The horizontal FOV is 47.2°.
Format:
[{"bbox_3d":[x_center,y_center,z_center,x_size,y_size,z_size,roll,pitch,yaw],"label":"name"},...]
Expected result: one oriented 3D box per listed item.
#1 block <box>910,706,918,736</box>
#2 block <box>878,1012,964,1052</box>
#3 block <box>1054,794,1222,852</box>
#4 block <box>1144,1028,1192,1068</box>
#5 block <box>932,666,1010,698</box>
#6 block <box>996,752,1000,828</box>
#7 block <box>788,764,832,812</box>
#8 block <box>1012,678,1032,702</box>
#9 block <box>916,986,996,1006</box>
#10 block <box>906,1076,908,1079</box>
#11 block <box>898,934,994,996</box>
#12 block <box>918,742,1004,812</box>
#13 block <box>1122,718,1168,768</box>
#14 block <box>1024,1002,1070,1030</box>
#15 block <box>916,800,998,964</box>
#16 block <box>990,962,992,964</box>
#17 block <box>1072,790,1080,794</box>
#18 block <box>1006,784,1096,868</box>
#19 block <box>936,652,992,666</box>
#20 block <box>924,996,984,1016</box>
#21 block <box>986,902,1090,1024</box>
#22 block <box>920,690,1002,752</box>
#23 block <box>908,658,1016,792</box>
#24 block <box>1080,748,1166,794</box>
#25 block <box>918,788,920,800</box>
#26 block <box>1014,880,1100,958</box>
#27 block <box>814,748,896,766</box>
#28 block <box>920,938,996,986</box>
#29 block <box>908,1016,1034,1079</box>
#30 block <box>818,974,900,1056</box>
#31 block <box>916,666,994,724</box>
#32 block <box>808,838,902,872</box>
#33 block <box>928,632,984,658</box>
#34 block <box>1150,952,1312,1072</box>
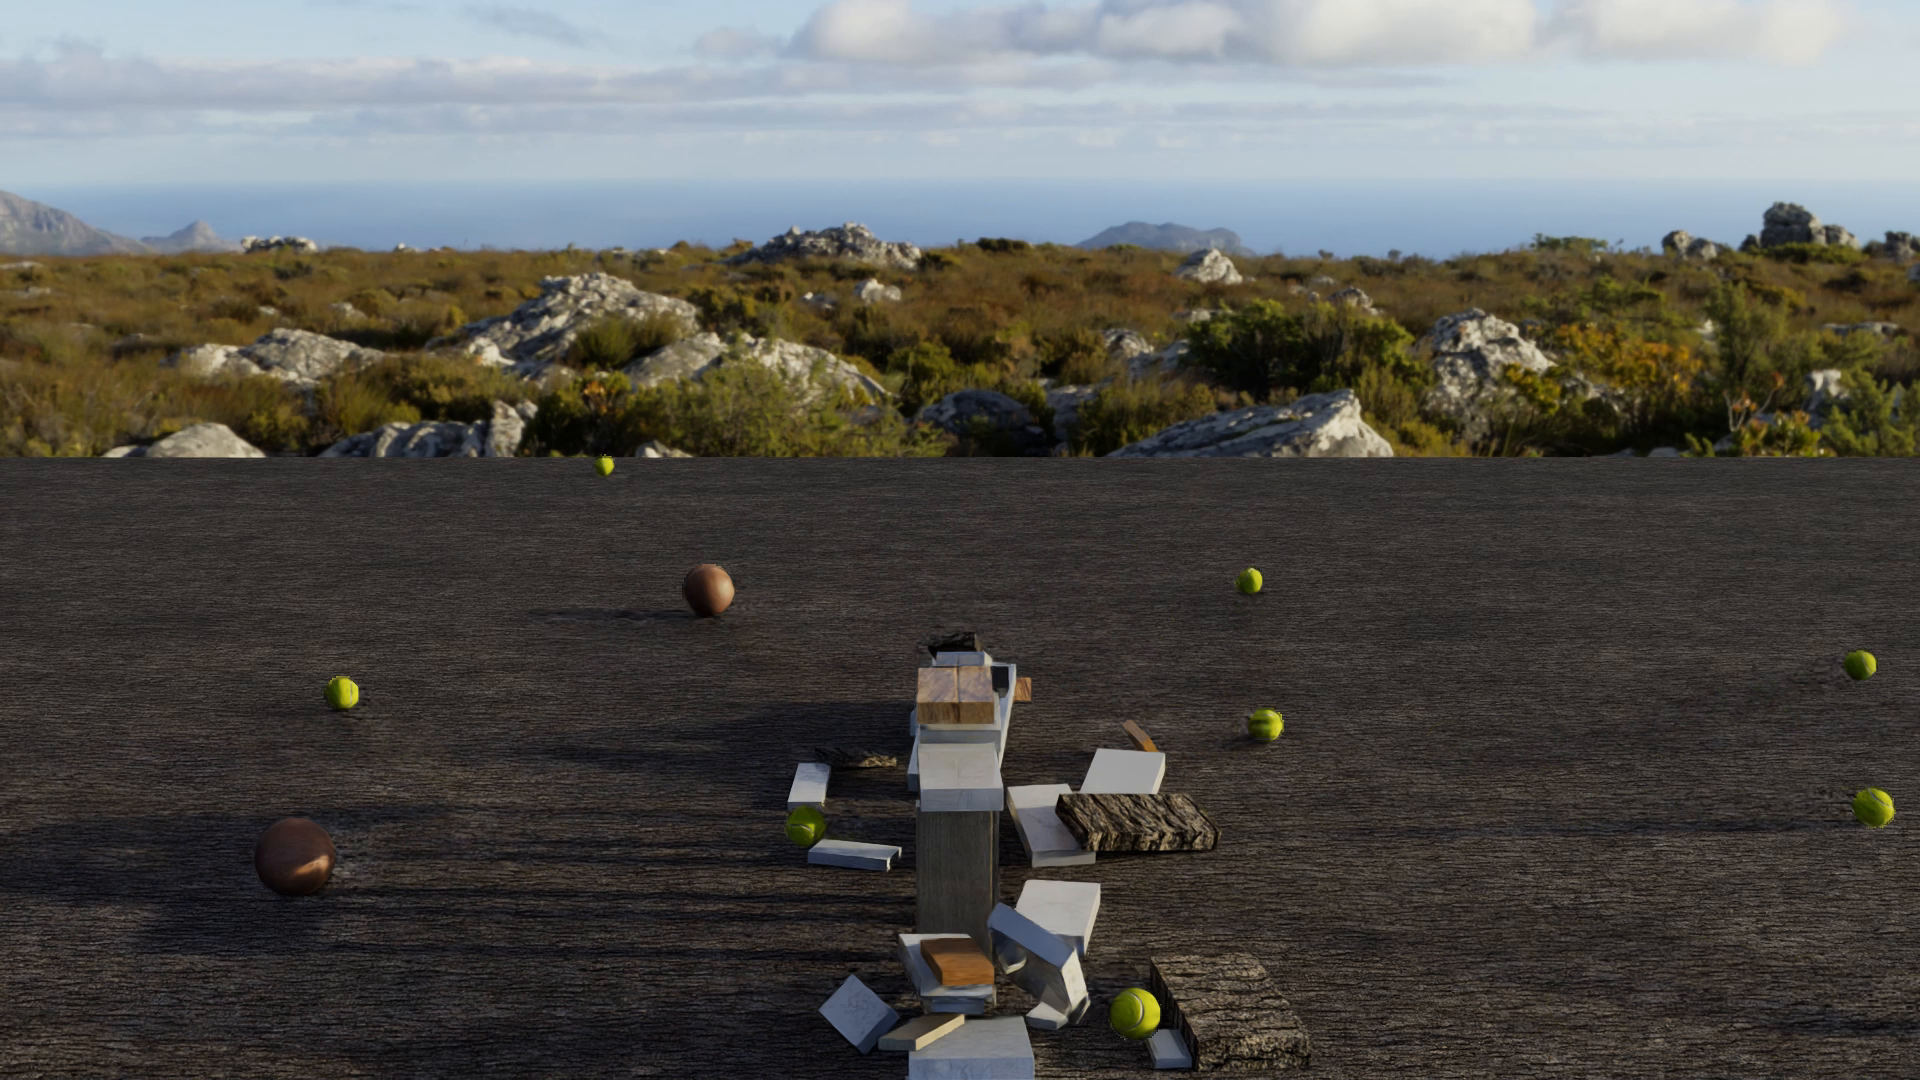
[{"bbox_3d":[-0.001,0.368,4.557,0.168,0.048,0.337,1,1,5],"label":"block"},{"bbox_3d":[-0.049,0.644,2.886,0.049,0.014,0.234,-1,-4,15],"label":"block"},{"bbox_3d":[0.314,0.498,3.888,0.263,0.037,0.131,3,23,-24],"label":"block"},{"bbox_3d":[0.287,0.701,3.032,0.049,0.014,0.099,-1,11,-4],"label":"block"},{"bbox_3d":[0.018,0.254,3.916,0.131,0.037,0.263,0,-8,0],"label":"block"},{"bbox_3d":[-0.002,0.468,3.602,0.132,0.264,0.037,0,13,0],"label":"block"},{"bbox_3d":[-0.289,0.475,4.238,0.064,0.018,0.255,0,11,1],"label":"block"},{"bbox_3d":[0.035,0.320,4.725,0.168,0.048,0.337,3,-5,-10],"label":"block"},{"bbox_3d":[-0.003,0.632,3.083,0.097,0.028,0.194,2,-15,5],"label":"block"},{"bbox_3d":[0.013,0.746,2.709,0.156,0.044,0.312,0,11,-2],"label":"block"},{"bbox_3d":[-0.021,0.578,3.000,0.097,0.028,0.194,1,6,-10],"label":"block"},{"bbox_3d":[-0.002,0.367,3.415,0.124,0.035,0.248,0,11,-2],"label":"block"},{"bbox_3d":[0.371,0.413,4.419,0.021,0.073,0.147,-32,15,-4],"label":"block"},{"bbox_3d":[0.137,0.677,3.160,0.049,0.014,0.099,4,11,27],"label":"block"},{"bbox_3d":[-0.004,0.522,3.357,0.124,0.248,0.035,0,11,0],"label":"block"},{"bbox_3d":[-0.011,0.626,3.203,0.097,0.028,0.194,3,-10,6],"label":"block"},{"bbox_3d":[0.212,0.492,4.148,0.129,0.018,0.064,0,11,2],"label":"block"},{"bbox_3d":[0.160,0.505,3.904,0.113,0.032,0.226,-2,23,-10],"label":"block"},{"bbox_3d":[0.009,0.213,3.836,0.082,0.023,0.165,-1,-8,5],"label":"block"},{"bbox_3d":[-0.009,0.653,3.070,0.071,0.020,0.142,5,-15,-4],"label":"block"},{"bbox_3d":[0.109,0.583,3.022,0.122,0.035,0.244,29,-21,22],"label":"block"},{"bbox_3d":[0.000,0.300,3.676,0.132,0.037,0.264,0,10,0],"label":"block"},{"bbox_3d":[0.006,0.366,4.323,0.168,0.048,0.337,3,38,7],"label":"block"},{"bbox_3d":[0.297,0.470,4.107,0.131,0.037,0.306,3,18,12],"label":"block"},{"bbox_3d":[-0.004,0.491,3.520,0.124,0.248,0.035,0,10,0],"label":"block"},{"bbox_3d":[0.151,0.602,3.511,0.122,0.035,0.244,2,11,9],"label":"block"},{"bbox_3d":[-0.208,0.434,4.397,0.147,0.021,0.073,3,7,-32],"label":"block"},{"bbox_3d":[-0.004,0.562,2.934,0.071,0.020,0.142,0,6,-12],"label":"block"},{"bbox_3d":[0.012,0.675,2.893,0.156,0.044,0.312,0,-3,-1],"label":"block"},{"bbox_3d":[-0.143,0.666,3.090,0.071,0.020,0.142,-46,25,-11],"label":"block"},{"bbox_3d":[-0.008,0.253,3.603,0.122,0.035,0.244,0,10,0],"label":"block"},{"bbox_3d":[-0.183,0.549,3.834,0.147,0.021,0.073,3,11,18],"label":"block"},{"bbox_3d":[-0.004,0.199,3.915,0.082,0.023,0.165,-2,-18,8],"label":"block"},{"bbox_3d":[0.380,0.668,3.129,0.156,0.044,0.312,-1,11,-7],"label":"block"}]
